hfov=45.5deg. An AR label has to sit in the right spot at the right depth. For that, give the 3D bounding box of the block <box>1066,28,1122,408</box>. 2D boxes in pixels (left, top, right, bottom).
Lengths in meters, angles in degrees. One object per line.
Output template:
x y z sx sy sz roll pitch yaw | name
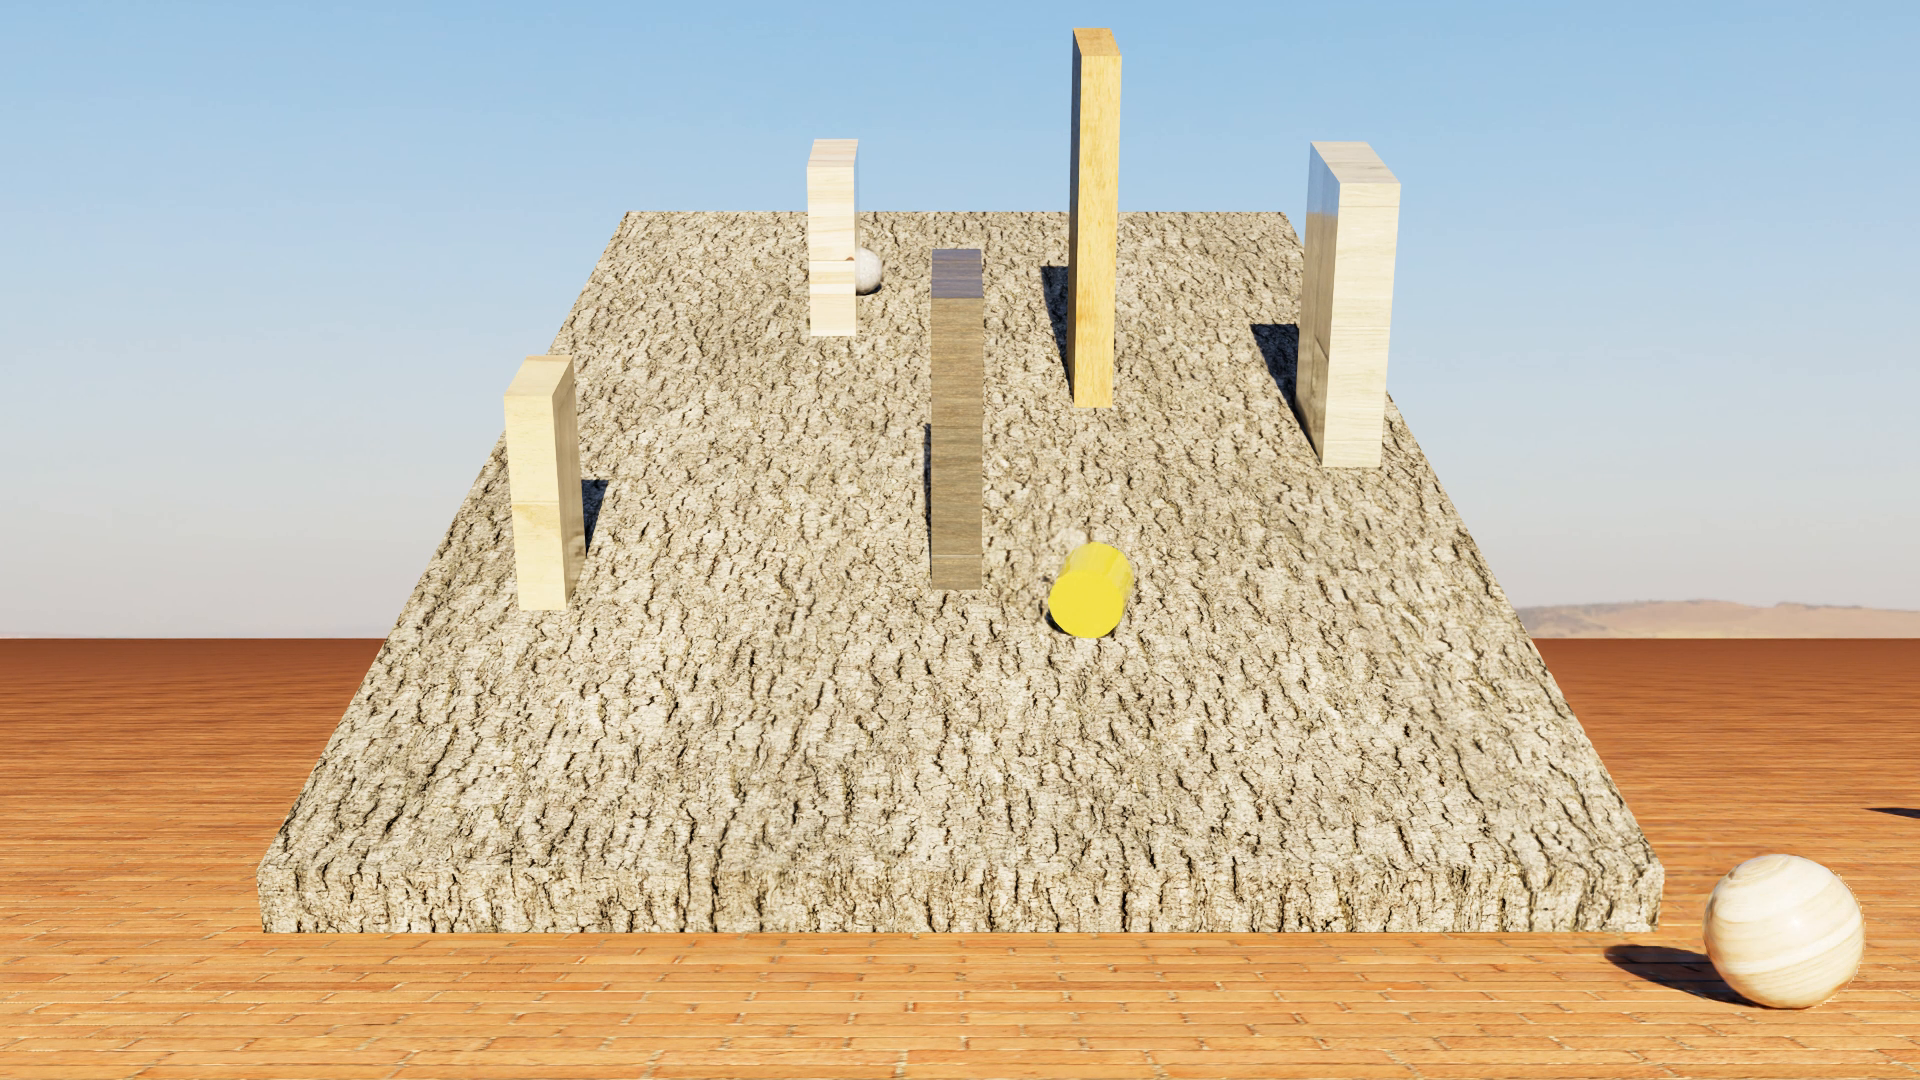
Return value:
0.302 -0.740 5.235 0.085 0.792 0.382 0 22 0 | block

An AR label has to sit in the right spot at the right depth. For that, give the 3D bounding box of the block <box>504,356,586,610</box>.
-0.750 -0.106 4.156 0.084 0.404 0.243 0 22 0 | block

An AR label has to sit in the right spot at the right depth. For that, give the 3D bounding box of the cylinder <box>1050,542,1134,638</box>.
0.232 0.088 4.038 0.130 0.130 0.130 -1 21 13 | cylinder

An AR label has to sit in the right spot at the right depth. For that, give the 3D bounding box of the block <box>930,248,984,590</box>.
-0.006 -0.229 4.268 0.092 0.553 0.349 0 22 0 | block

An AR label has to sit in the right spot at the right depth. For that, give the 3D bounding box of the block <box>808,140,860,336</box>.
-0.317 -0.771 5.808 0.113 0.426 0.333 0 22 0 | block

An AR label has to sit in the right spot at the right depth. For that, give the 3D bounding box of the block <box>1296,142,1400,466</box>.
0.825 -0.512 4.914 0.122 0.606 0.412 0 22 0 | block

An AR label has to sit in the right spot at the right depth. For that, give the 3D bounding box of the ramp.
-0.006 -0.218 5.128 2.000 0.100 4.000 0 22 0 | ramp

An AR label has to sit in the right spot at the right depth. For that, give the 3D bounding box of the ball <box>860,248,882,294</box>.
-0.266 -0.713 6.076 0.122 0.122 0.122 0 -2 0 | ball

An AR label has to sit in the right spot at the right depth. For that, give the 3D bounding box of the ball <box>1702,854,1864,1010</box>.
0.945 0.449 2.629 0.175 0.175 0.175 0 -2 0 | ball
